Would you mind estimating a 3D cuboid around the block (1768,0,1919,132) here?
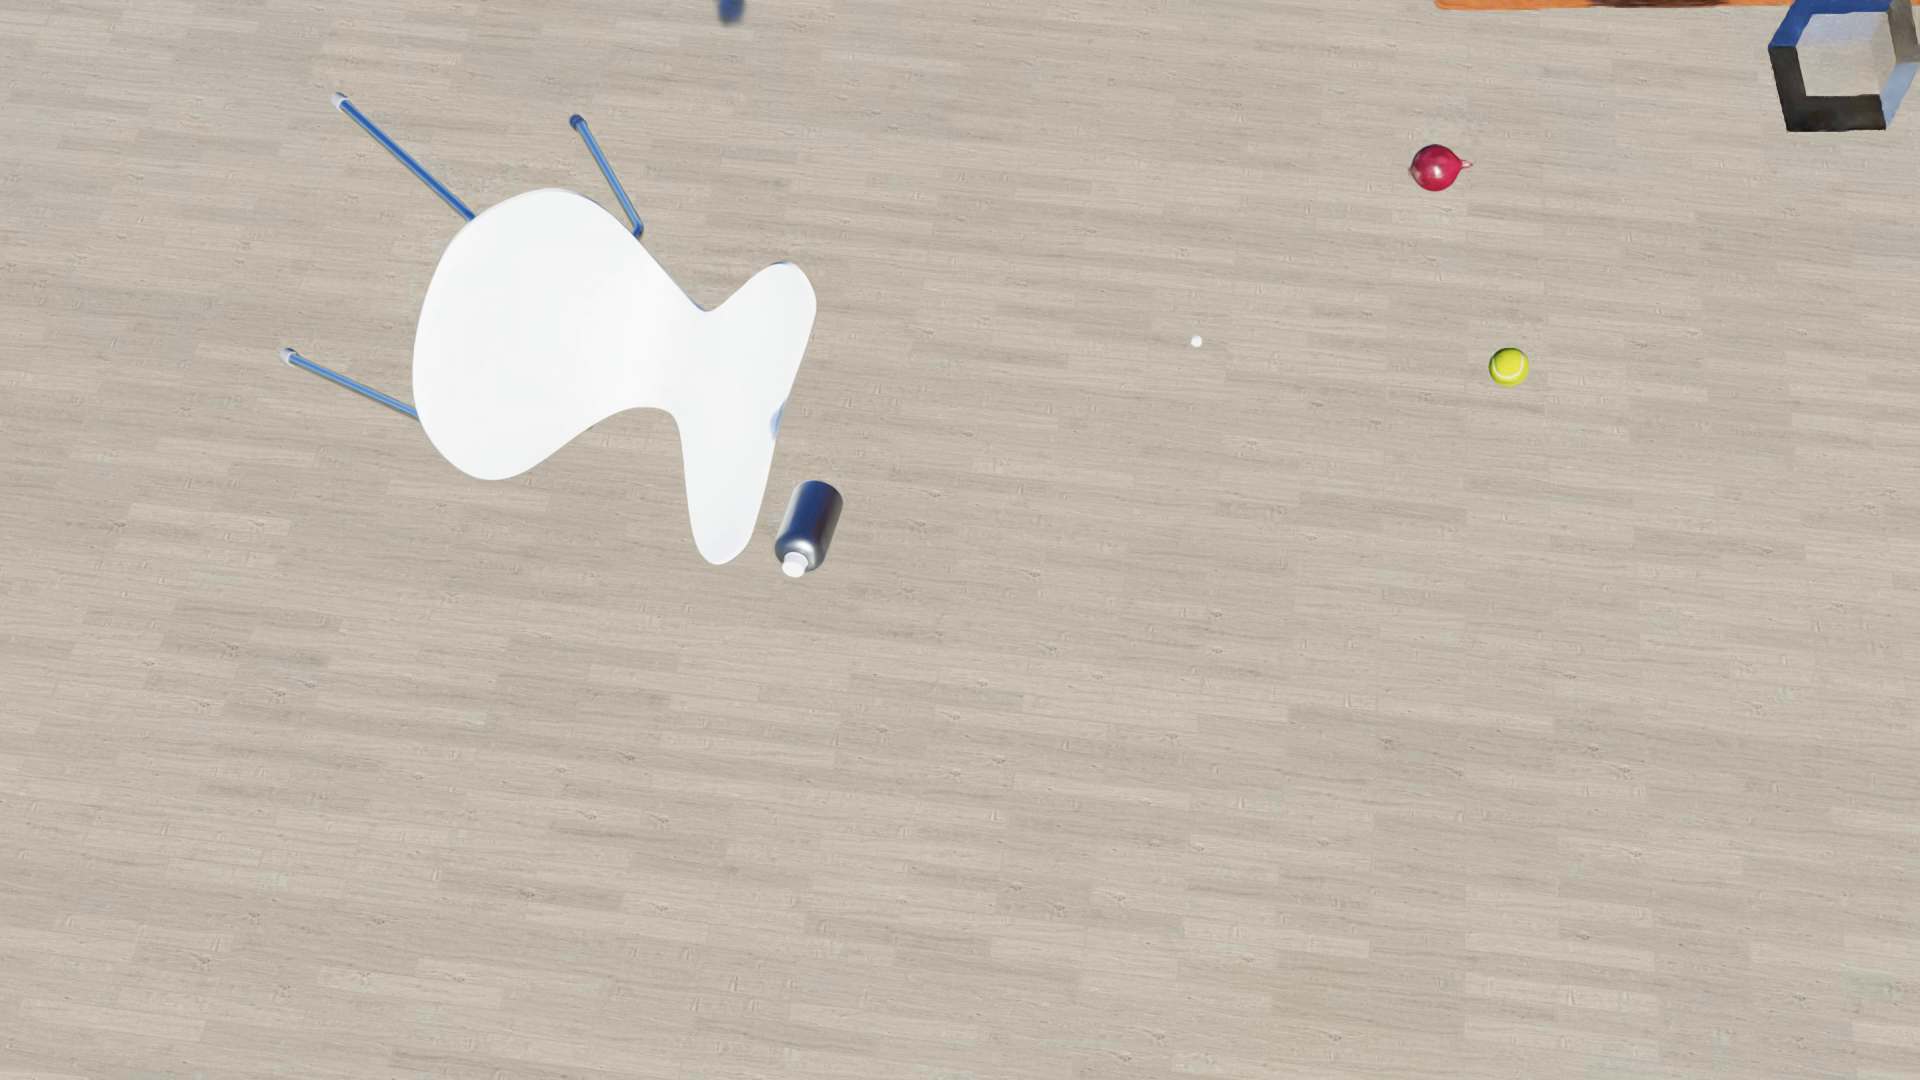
[{"bbox_3d":[1.097,-0.601,2.725,0.122,0.128,0.141,7,49,41],"label":"block"}]
